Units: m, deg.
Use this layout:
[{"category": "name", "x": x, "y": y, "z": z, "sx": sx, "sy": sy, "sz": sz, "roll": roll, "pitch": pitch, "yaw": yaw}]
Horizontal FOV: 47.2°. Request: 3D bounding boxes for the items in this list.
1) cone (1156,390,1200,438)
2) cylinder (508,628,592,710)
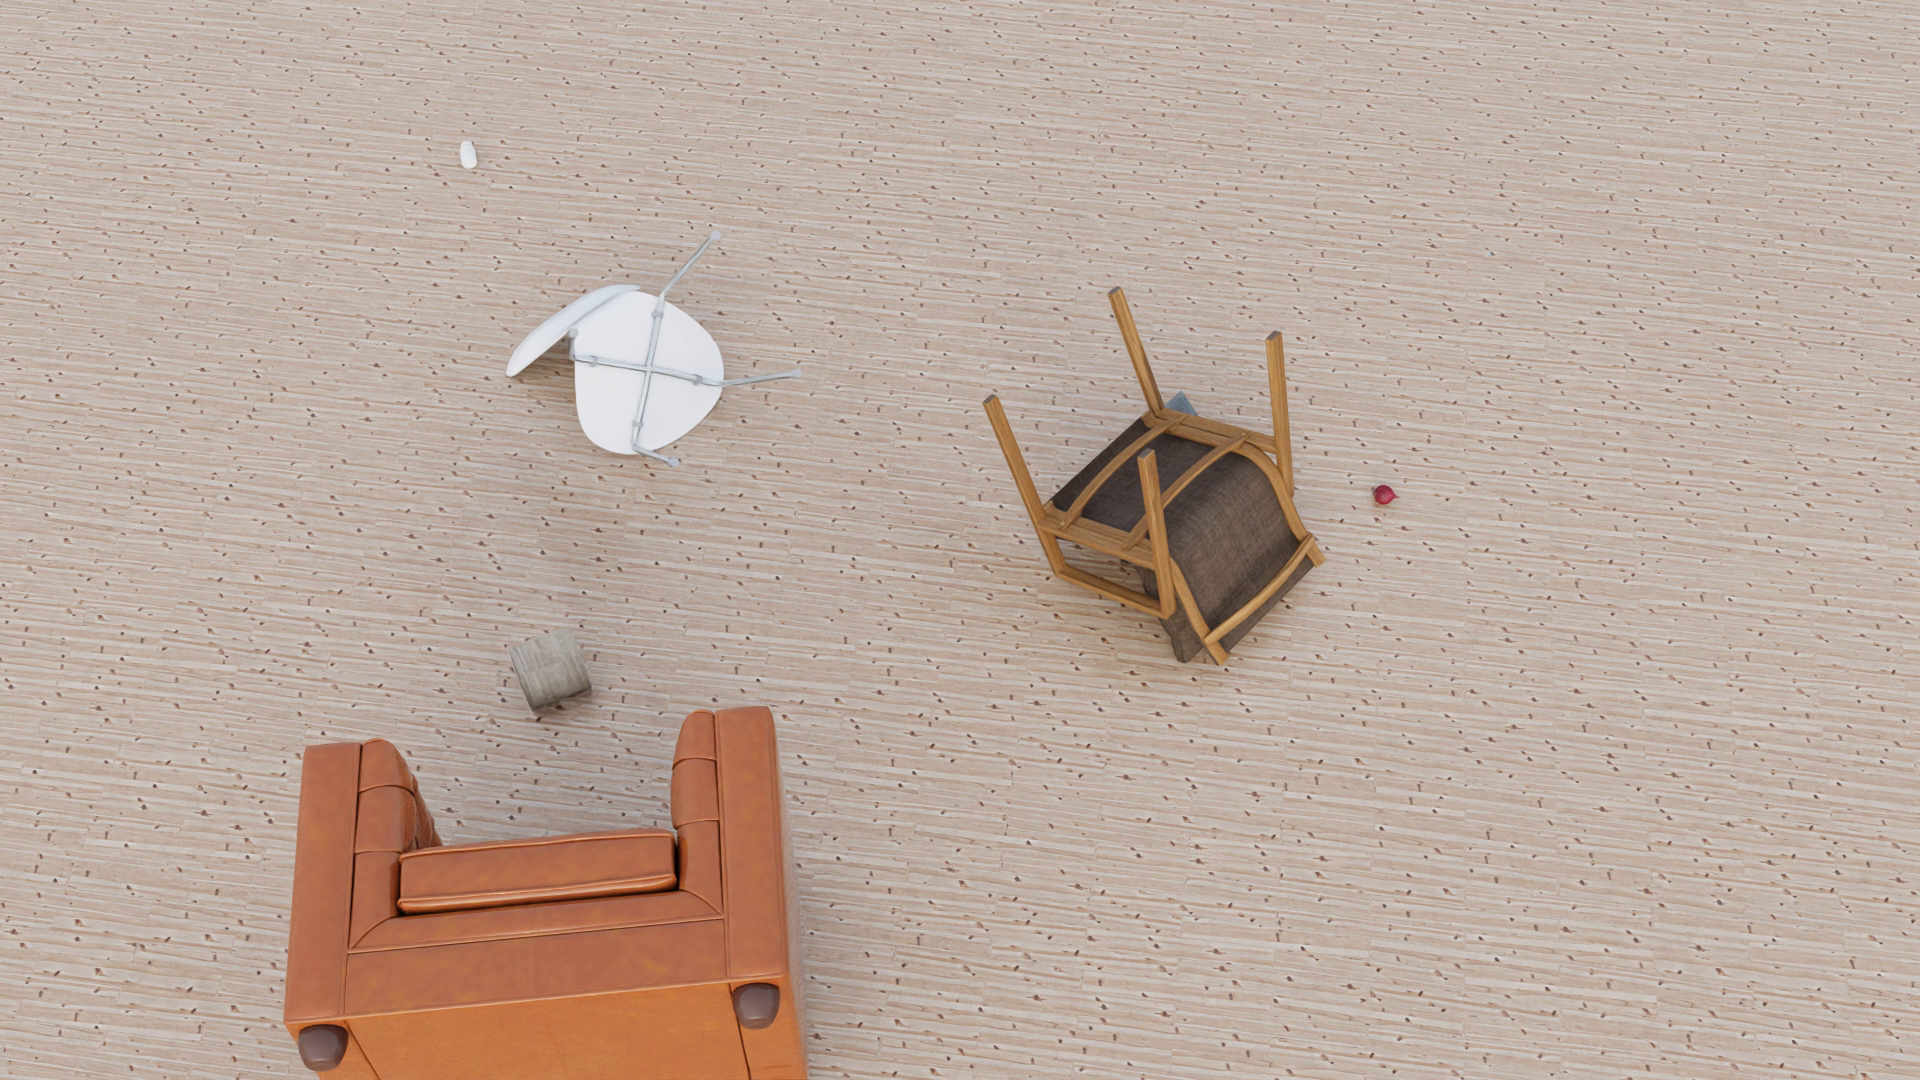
[{"category": "cone", "x": 0.675, "y": -0.414, "z": 6.759, "sx": 0.135, "sy": 0.154, "sz": 0.134, "roll": 10, "pitch": 57, "yaw": 6}, {"category": "cylinder", "x": -1.164, "y": 0.368, "z": 6.248, "sx": 0.180, "sy": 0.122, "sz": 0.186, "roll": -20, "pitch": 80, "yaw": -13}]
